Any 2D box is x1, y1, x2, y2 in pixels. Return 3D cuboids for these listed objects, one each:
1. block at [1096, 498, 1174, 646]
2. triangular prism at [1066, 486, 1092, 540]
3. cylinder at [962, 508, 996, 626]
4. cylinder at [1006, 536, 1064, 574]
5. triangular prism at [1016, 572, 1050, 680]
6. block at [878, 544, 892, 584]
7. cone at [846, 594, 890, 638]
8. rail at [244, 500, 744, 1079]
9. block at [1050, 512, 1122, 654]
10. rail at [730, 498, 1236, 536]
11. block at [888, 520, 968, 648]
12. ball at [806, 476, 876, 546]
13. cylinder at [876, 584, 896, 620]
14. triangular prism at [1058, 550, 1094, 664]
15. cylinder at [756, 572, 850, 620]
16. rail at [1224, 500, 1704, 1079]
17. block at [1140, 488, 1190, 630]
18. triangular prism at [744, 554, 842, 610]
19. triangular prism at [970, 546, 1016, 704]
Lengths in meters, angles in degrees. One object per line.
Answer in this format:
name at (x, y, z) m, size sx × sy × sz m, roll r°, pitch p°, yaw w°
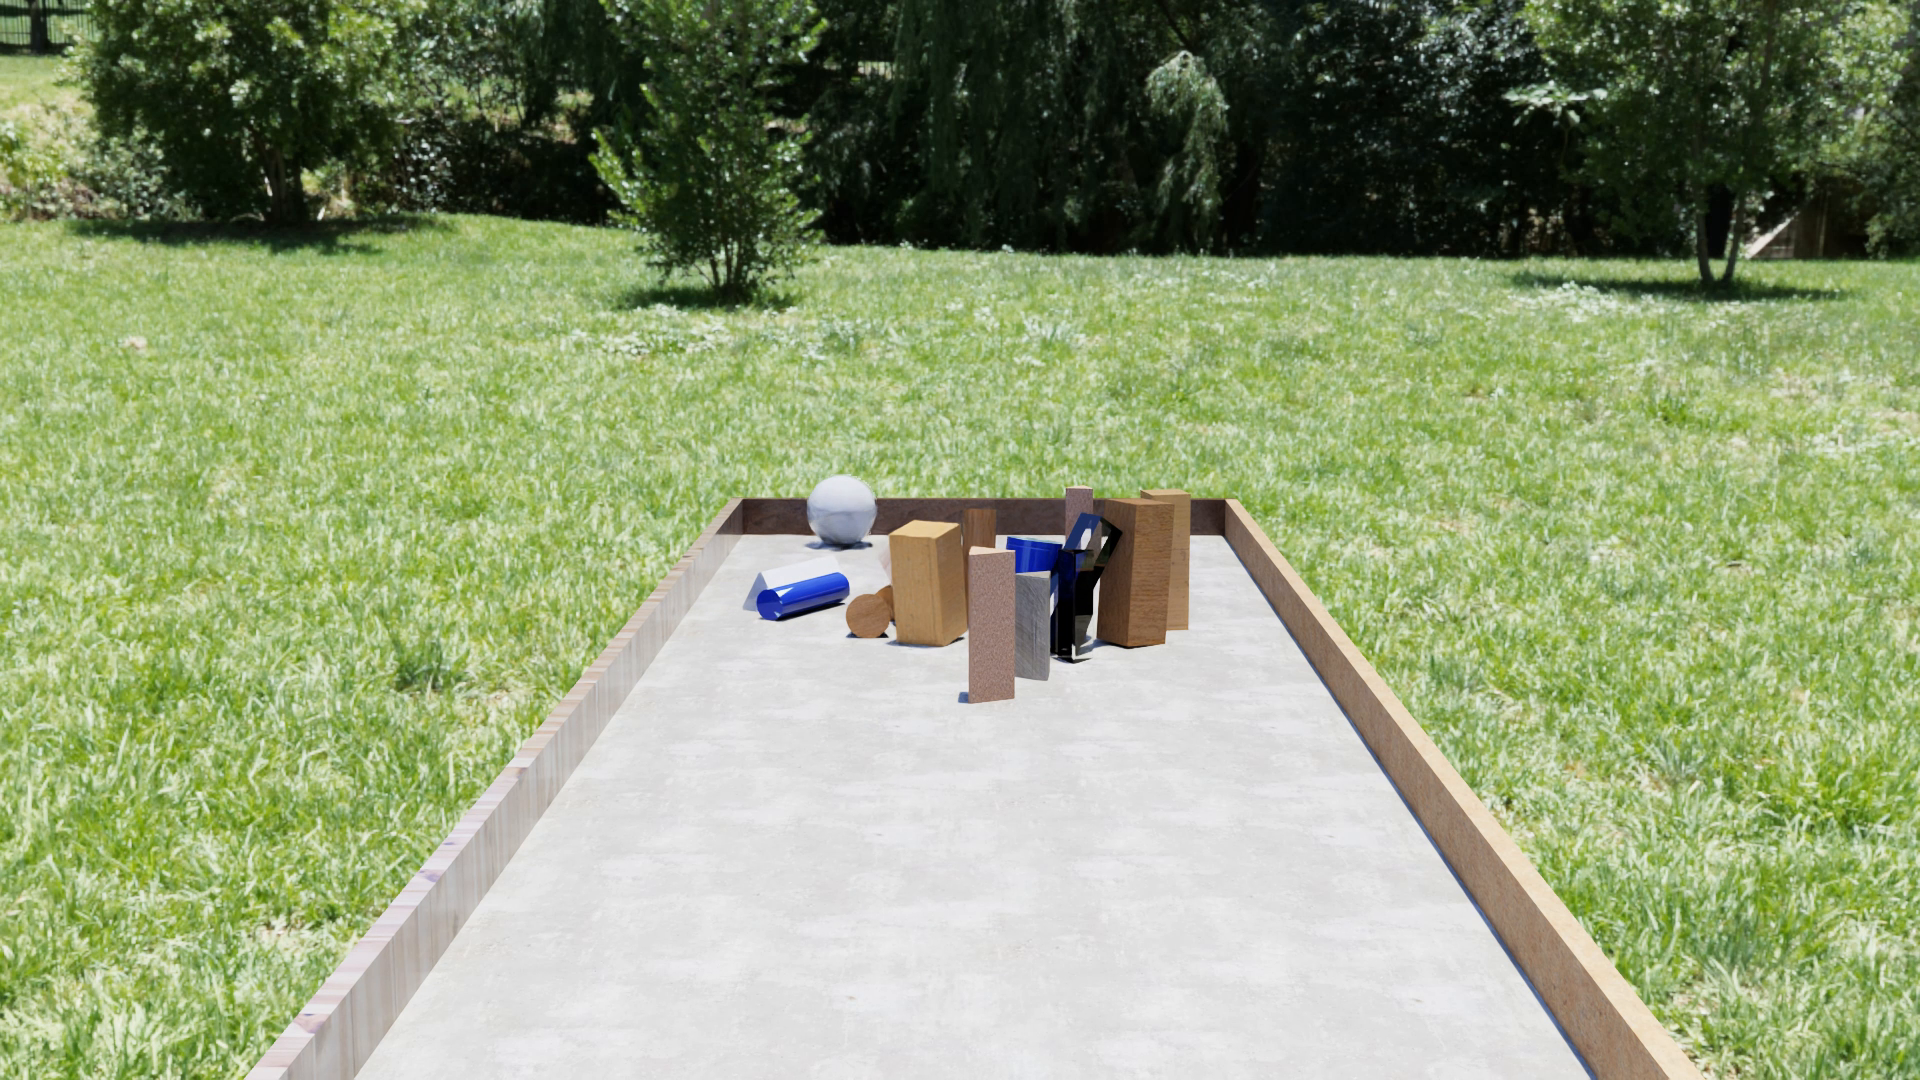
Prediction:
block at (0.552, 0.099, 6.932) m, size 0.156 × 0.444 × 0.156 m, roll -2°, pitch 8°, yaw -36°
triangular prism at (0.397, 0.052, 7.220) m, size 0.089 × 0.457 × 0.077 m, roll 2°, pitch 9°, yaw 14°
cylinder at (0.060, 0.089, 7.193) m, size 0.110 × 0.381 × 0.110 m, roll 1°, pitch 2°, yaw 0°
cylinder at (0.217, 0.155, 6.947) m, size 0.179 × 0.315 × 0.179 m, roll 7°, pitch 3°, yaw 0°
triangular prism at (0.234, 0.249, 6.465) m, size 0.120 × 0.305 × 0.104 m, roll 6°, pitch 11°, yaw 35°
block at (-0.147, 0.124, 7.303) m, size 0.124 × 0.124 × 0.321 m, roll 32°, pitch 17°, yaw -34°
cone at (-0.303, 0.245, 7.235) m, size 0.144 × 0.144 × 0.424 m, roll 0°, pitch -1°, yaw -3°
rail at (-1.004, 0.839, 3.234) m, size 0.050 × 0.150 × 12.000 m, roll 0°, pitch 9°, yaw 1°
block at (0.344, 0.134, 6.828) m, size 0.102 × 0.435 × 0.102 m, roll 35°, pitch -13°, yaw -34°
rail at (0.099, -0.098, 9.147) m, size 2.100 × 0.150 × 0.050 m, roll 0°, pitch 9°, yaw 1°
block at (-0.099, 0.136, 6.947) m, size 0.167 × 0.357 × 0.167 m, roll 5°, pitch 18°, yaw 27°
ball at (-0.478, -0.119, 8.857) m, size 0.283 × 0.283 × 0.283 m, roll 0°, pitch 9°, yaw 0°
cylinder at (-0.192, 0.185, 7.483) m, size 0.113 × 0.113 × 0.364 m, roll 2°, pitch 9°, yaw 14°
triangular prism at (0.338, 0.198, 6.685) m, size 0.091 × 0.337 × 0.106 m, roll 6°, pitch 11°, yaw 35°
cylinder at (-0.530, 0.190, 7.474) m, size 0.106 × 0.106 × 0.393 m, roll 6°, pitch 11°, yaw 31°
rail at (1.046, 0.843, 3.208) m, size 0.050 × 0.150 × 12.000 m, roll 0°, pitch 9°, yaw 1°
block at (0.667, 0.064, 7.176) m, size 0.130 × 0.447 × 0.130 m, roll -2°, pitch 9°, yaw -13°
triangular prism at (-0.564, 0.147, 7.631) m, size 0.156 × 0.135 × 0.426 m, roll 6°, pitch 11°, yaw 31°
triangular prism at (0.063, 0.235, 6.183) m, size 0.143 × 0.421 × 0.124 m, roll -5°, pitch 10°, yaw -27°
